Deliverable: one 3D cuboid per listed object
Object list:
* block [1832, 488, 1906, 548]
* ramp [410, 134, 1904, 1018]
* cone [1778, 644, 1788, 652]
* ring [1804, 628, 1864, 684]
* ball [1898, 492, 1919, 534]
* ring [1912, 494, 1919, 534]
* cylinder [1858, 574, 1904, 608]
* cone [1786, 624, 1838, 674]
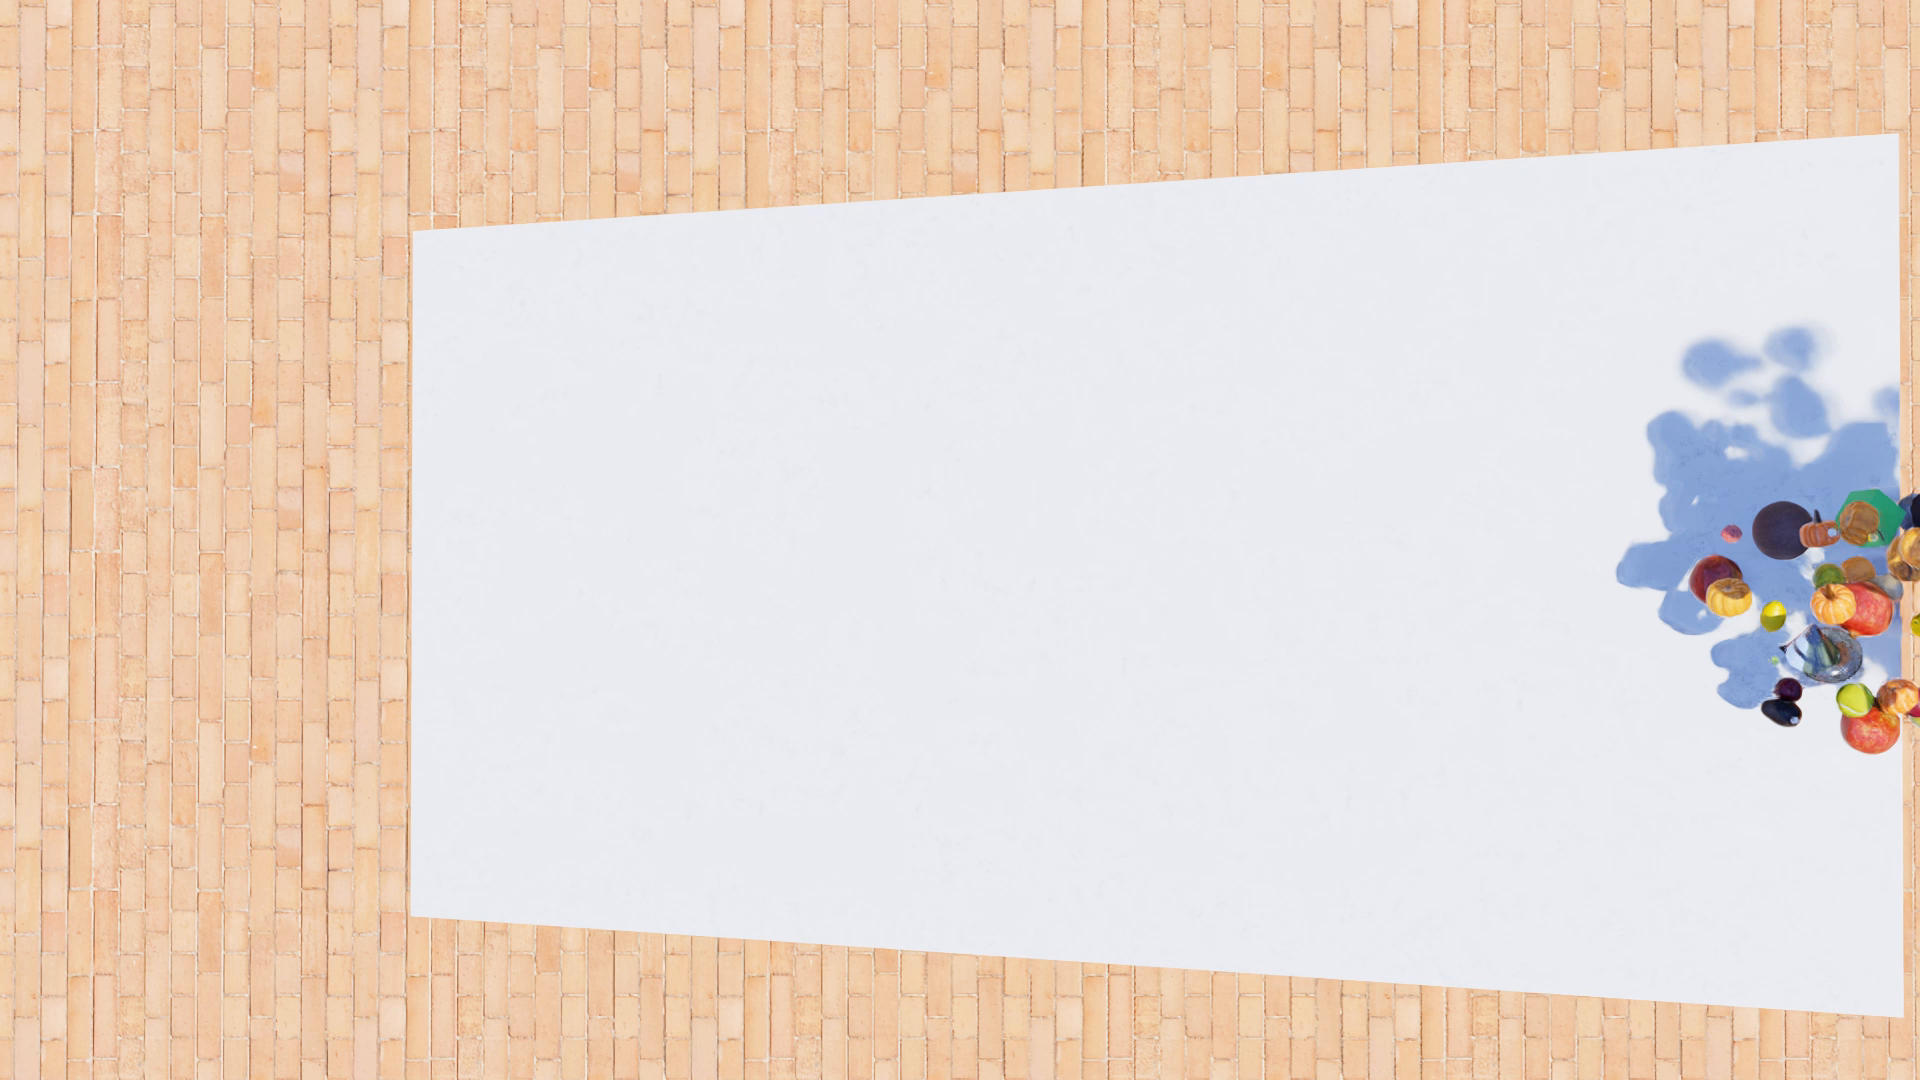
[{"bbox_3d":[1.946,-0.046,4.707,0.087,0.087,0.087,36,77,-12],"label":"block"},{"bbox_3d":[0.282,0.088,5.744,4.000,0.100,2.000,0,89,21],"label":"ramp"},{"bbox_3d":[1.859,0.246,4.927,0.053,0.053,0.053,14,89,19],"label":"cone"},{"bbox_3d":[1.697,0.225,4.298,0.127,0.042,0.127,-9,47,10],"label":"ring"},{"bbox_3d":[2.058,-0.056,4.722,0.091,0.091,0.091,0,89,0],"label":"ball"},{"bbox_3d":[1.771,-0.036,4.003,0.036,0.108,0.108,-20,89,-1],"label":"ring"},{"bbox_3d":[1.829,0.101,4.364,0.059,0.059,0.059,-16,89,-20],"label":"cylinder"},{"bbox_3d":[1.649,0.189,4.250,0.097,0.097,0.097,-9,47,10],"label":"cone"}]
